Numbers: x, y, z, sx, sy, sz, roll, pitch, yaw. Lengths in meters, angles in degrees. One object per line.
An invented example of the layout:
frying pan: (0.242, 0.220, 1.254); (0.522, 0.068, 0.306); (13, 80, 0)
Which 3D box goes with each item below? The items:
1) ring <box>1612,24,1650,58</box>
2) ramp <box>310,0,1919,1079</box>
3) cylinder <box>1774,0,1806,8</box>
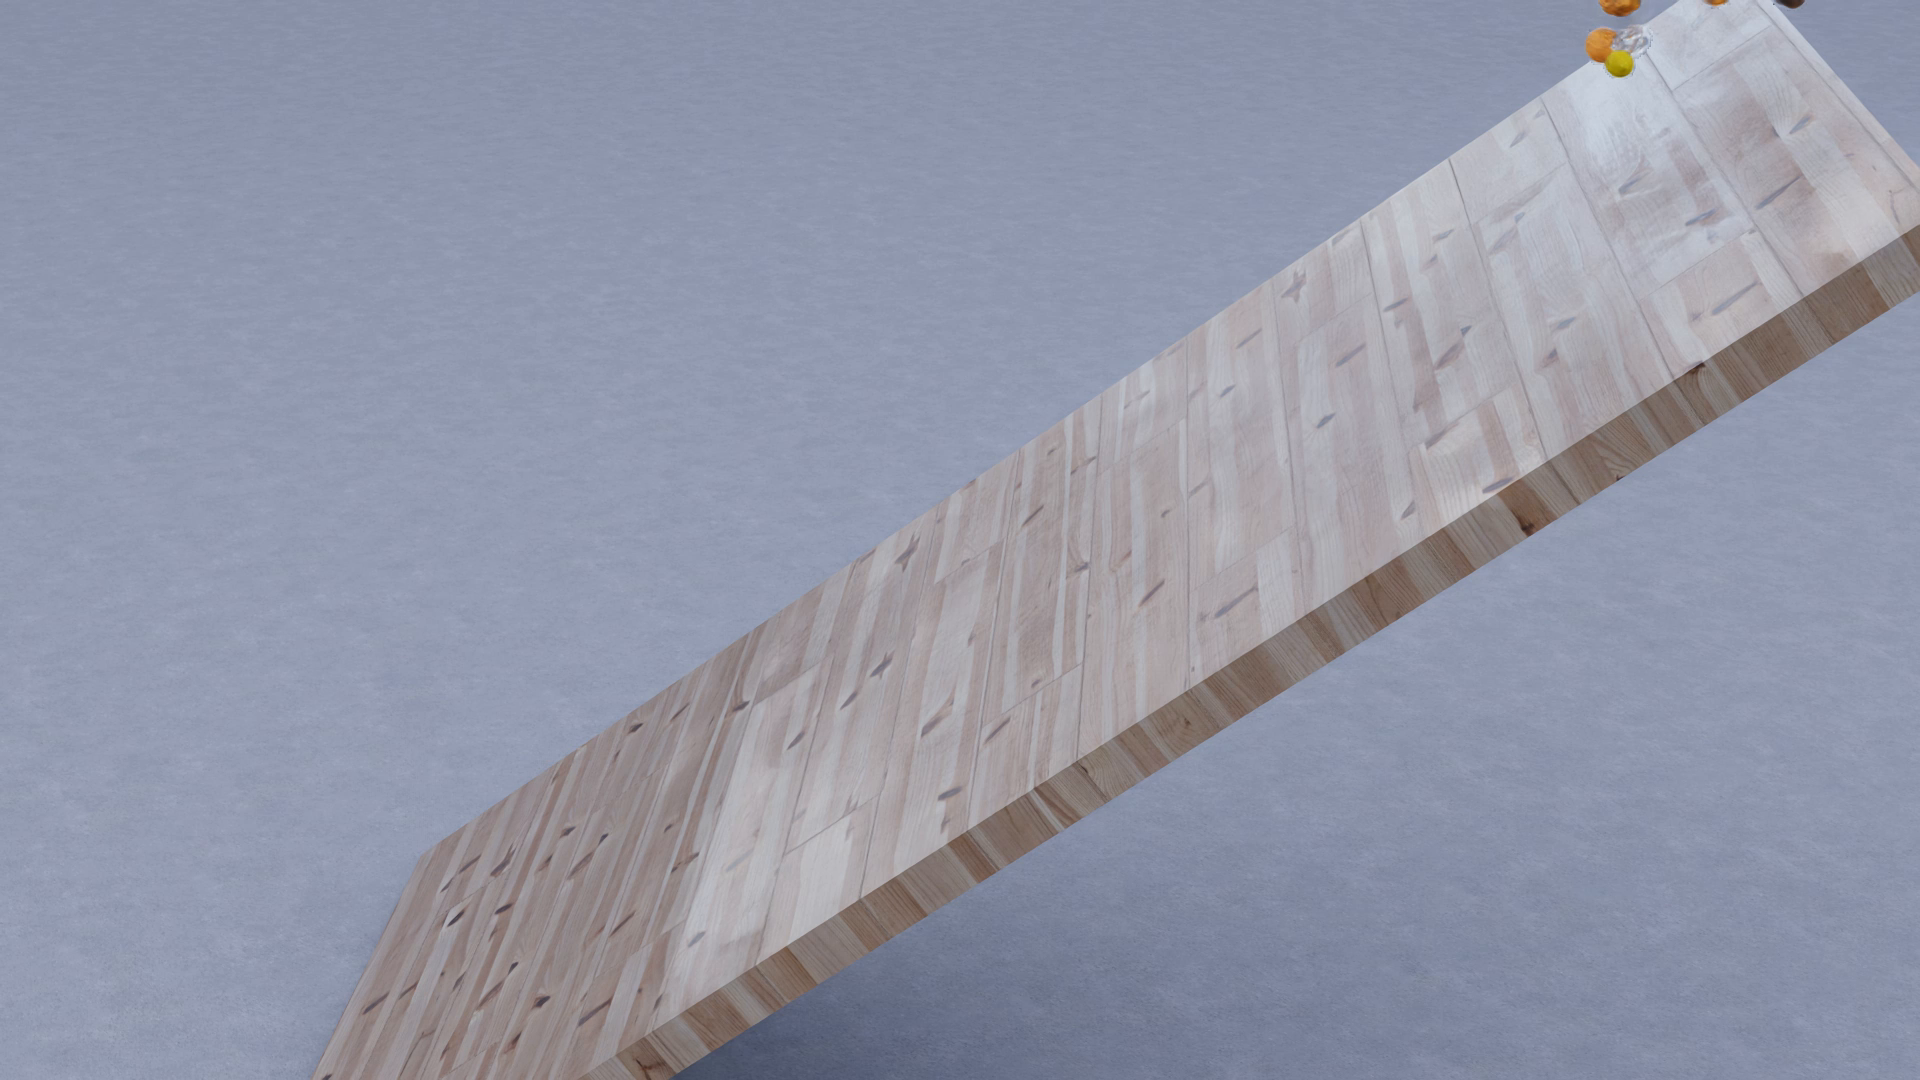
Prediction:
ring: (1.282, -0.953, 5.622); (0.078, 0.026, 0.078); (-28, 40, 26)
ramp: (0.130, 0.178, 6.319); (4.000, 0.100, 2.000); (-34, 16, 16)
cylinder: (1.619, -1.074, 5.749); (0.060, 0.060, 0.060); (-3, 22, -8)
